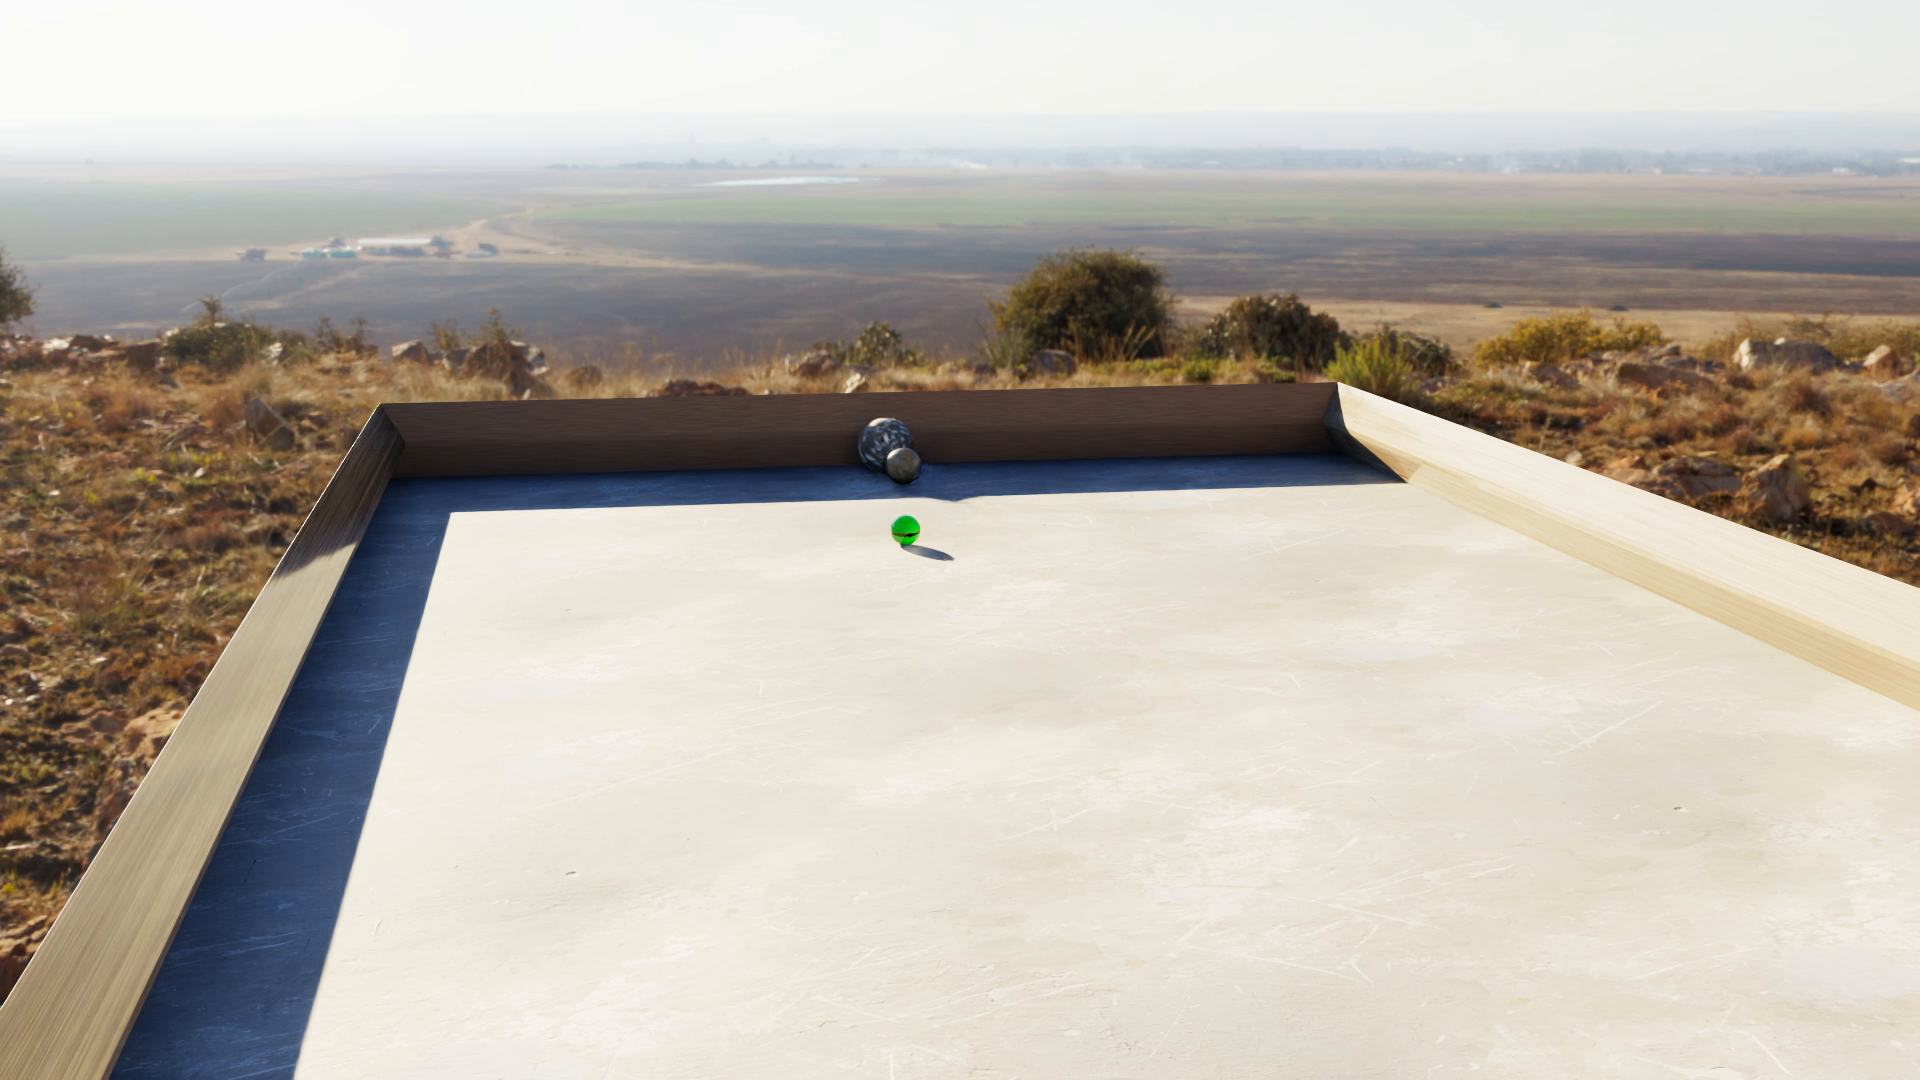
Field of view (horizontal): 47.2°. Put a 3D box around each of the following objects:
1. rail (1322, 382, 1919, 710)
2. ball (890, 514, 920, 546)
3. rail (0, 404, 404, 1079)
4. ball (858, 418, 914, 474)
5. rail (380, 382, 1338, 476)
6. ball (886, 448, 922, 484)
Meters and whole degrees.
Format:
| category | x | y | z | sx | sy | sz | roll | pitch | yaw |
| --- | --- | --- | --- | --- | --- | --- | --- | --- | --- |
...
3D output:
| category | x | y | z | sx | sy | sz | roll | pitch | yaw |
| --- | --- | --- | --- | --- | --- | --- | --- | --- | --- |
| rail | 0.980 | 0.098 | 2.432 | 0.045 | 0.128 | 3.445 | -2 | 11 | -10 |
| ball | -0.080 | -0.015 | 3.225 | 0.045 | 0.045 | 0.045 | 0 | 11 | 0 |
| rail | -0.681 | 0.155 | 2.144 | 0.045 | 0.128 | 3.445 | -2 | 11 | -10 |
| ball | -0.130 | -0.166 | 3.854 | 0.098 | 0.098 | 0.098 | 0 | 11 | 0 |
| rail | -0.146 | -0.197 | 3.929 | 1.735 | 0.128 | 0.045 | -2 | 11 | -10 |
| ball | -0.096 | -0.126 | 3.743 | 0.063 | 0.063 | 0.063 | 0 | 11 | 0 |
